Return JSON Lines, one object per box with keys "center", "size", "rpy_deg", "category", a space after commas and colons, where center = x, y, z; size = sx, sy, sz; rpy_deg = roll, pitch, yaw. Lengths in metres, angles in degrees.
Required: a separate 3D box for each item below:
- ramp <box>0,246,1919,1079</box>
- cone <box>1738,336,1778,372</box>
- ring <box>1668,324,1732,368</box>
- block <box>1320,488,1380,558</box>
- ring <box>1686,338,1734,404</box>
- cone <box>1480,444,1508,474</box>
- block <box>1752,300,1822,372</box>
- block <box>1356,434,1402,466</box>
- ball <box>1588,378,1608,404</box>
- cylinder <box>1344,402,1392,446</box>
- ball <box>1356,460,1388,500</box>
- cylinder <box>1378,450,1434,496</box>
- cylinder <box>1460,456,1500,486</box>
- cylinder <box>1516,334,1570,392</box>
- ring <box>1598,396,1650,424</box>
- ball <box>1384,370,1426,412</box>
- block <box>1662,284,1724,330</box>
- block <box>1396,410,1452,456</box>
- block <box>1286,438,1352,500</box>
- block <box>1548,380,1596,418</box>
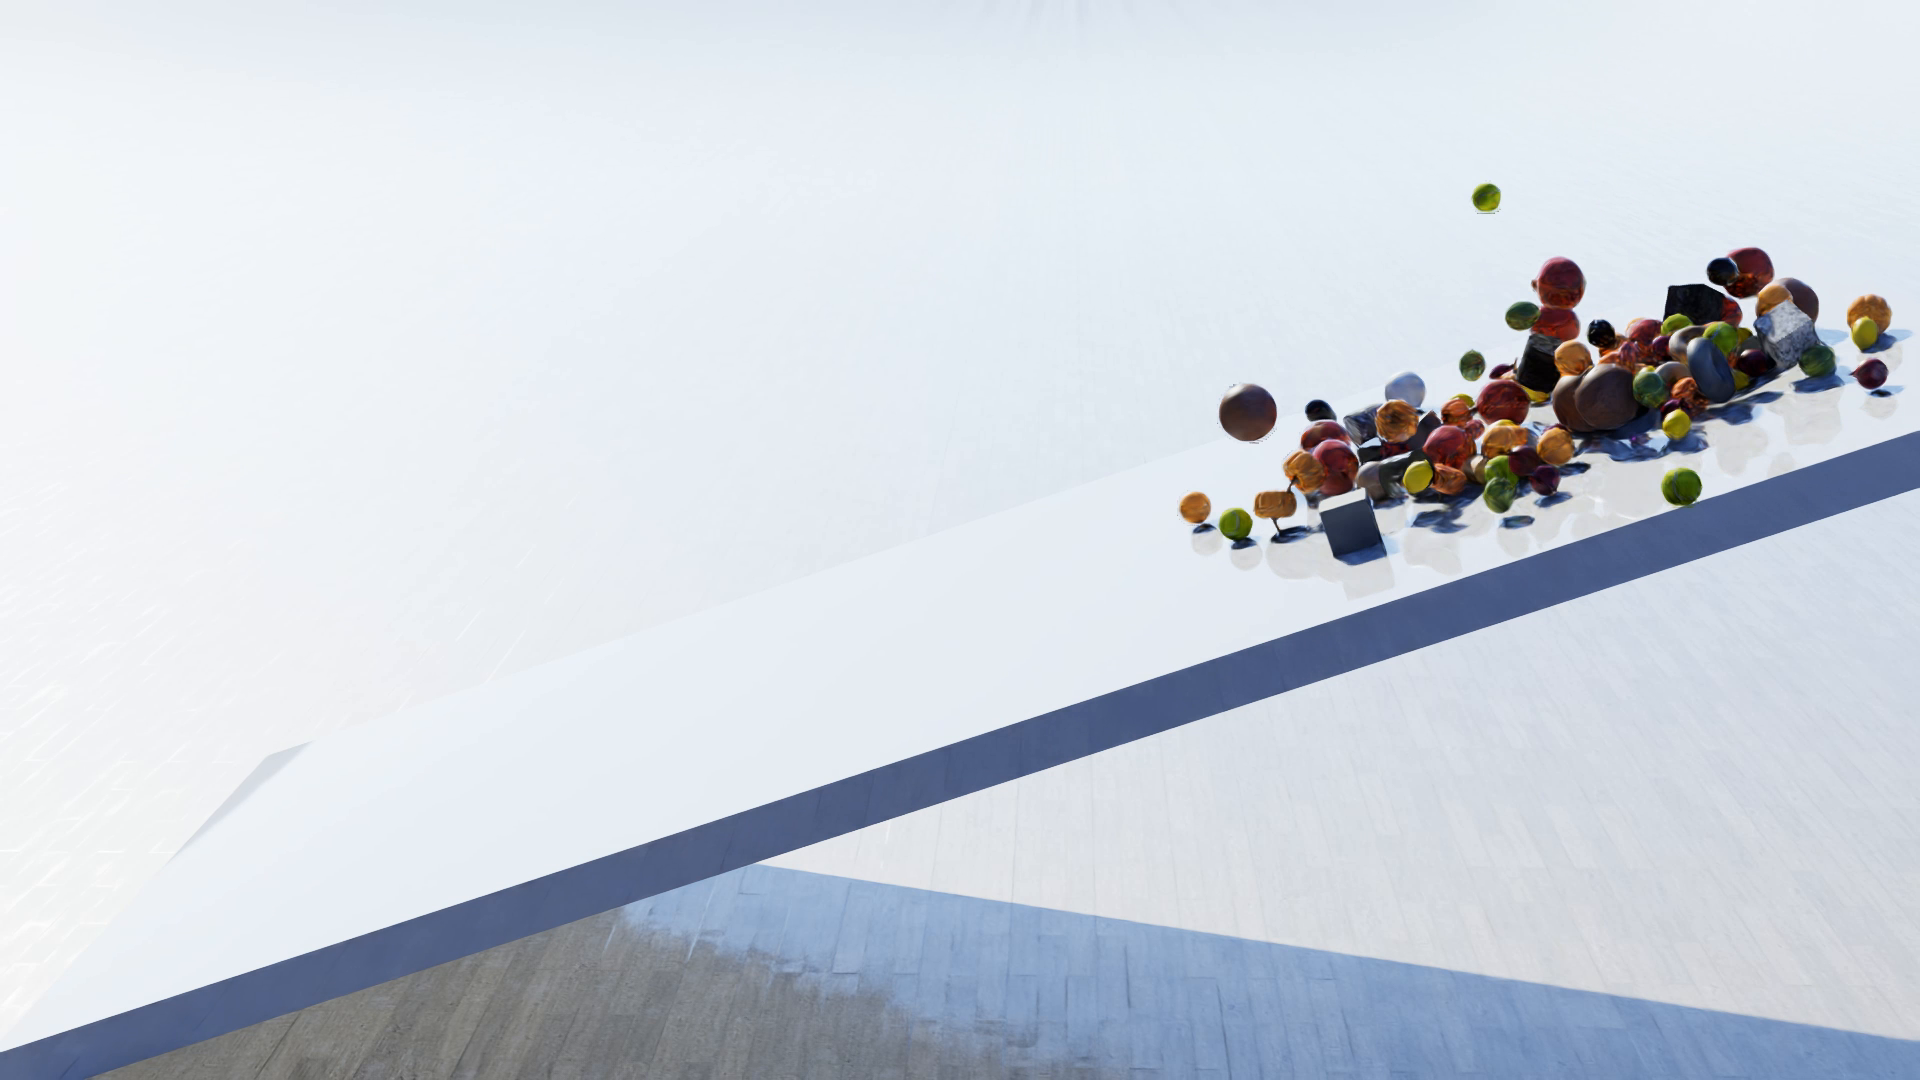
{"center": [0.109, 0.179, 6.303], "size": [4.000, 0.100, 2.000], "rpy_deg": [-18, 11, 6], "category": "ramp"}
{"center": [1.625, -0.367, 5.994], "size": [0.080, 0.080, 0.080], "rpy_deg": [2, -13, 10], "category": "cone"}
{"center": [1.498, -0.391, 5.956], "size": [0.125, 0.042, 0.125], "rpy_deg": [-7, 39, 5], "category": "ring"}
{"center": [0.757, -0.035, 5.715], "size": [0.094, 0.094, 0.094], "rpy_deg": [-17, 11, 12], "category": "block"}
{"center": [1.475, -0.333, 5.780], "size": [0.047, 0.141, 0.141], "rpy_deg": [-27, -3, 30], "category": "ring"}
{"center": [1.057, -0.163, 5.901], "size": [0.065, 0.065, 0.065], "rpy_deg": [-19, 11, 4], "category": "cone"}
{"center": [1.631, -0.404, 5.797], "size": [0.083, 0.083, 0.083], "rpy_deg": [-34, 39, 1], "category": "block"}
{"center": [0.895, -0.179, 6.256], "size": [0.066, 0.066, 0.066], "rpy_deg": [-10, 14, 39], "category": "block"}
{"center": [1.335, -0.314, 6.187], "size": [0.054, 0.054, 0.054], "rpy_deg": [0, 12, 0], "category": "ball"}
{"center": [0.913, -0.259, 6.587], "size": [0.078, 0.078, 0.078], "rpy_deg": [-23, 18, -15], "category": "cylinder"}
{"center": [0.850, -0.122, 6.017], "size": [0.081, 0.081, 0.081], "rpy_deg": [0, 12, 0], "category": "ball"}
{"center": [0.881, -0.132, 5.802], "size": [0.078, 0.078, 0.078], "rpy_deg": [-10, -6, -40], "category": "cylinder"}
{"center": [1.033, -0.137, 5.834], "size": [0.058, 0.058, 0.058], "rpy_deg": [-4, 6, -19], "category": "cylinder"}
{"center": [1.225, -0.372, 6.185], "size": [0.090, 0.090, 0.090], "rpy_deg": [10, 31, -6], "category": "cylinder"}
{"center": [1.348, -0.263, 5.969], "size": [0.104, 0.035, 0.104], "rpy_deg": [-18, 10, 3], "category": "ring"}
{"center": [1.021, -0.340, 6.749], "size": [0.096, 0.096, 0.096], "rpy_deg": [0, 12, 0], "category": "ball"}
{"center": [1.562, -0.492, 6.264], "size": [0.085, 0.085, 0.085], "rpy_deg": [16, -9, -42], "category": "block"}
{"center": [0.983, -0.220, 6.239], "size": [0.073, 0.073, 0.073], "rpy_deg": [-32, 3, 30], "category": "block"}
{"center": [0.759, -0.150, 6.225], "size": [0.083, 0.083, 0.083], "rpy_deg": [-30, -8, -28], "category": "block"}
{"center": [1.284, -0.294, 6.167], "size": [0.059, 0.059, 0.059], "rpy_deg": [-27, 13, -34], "category": "block"}
